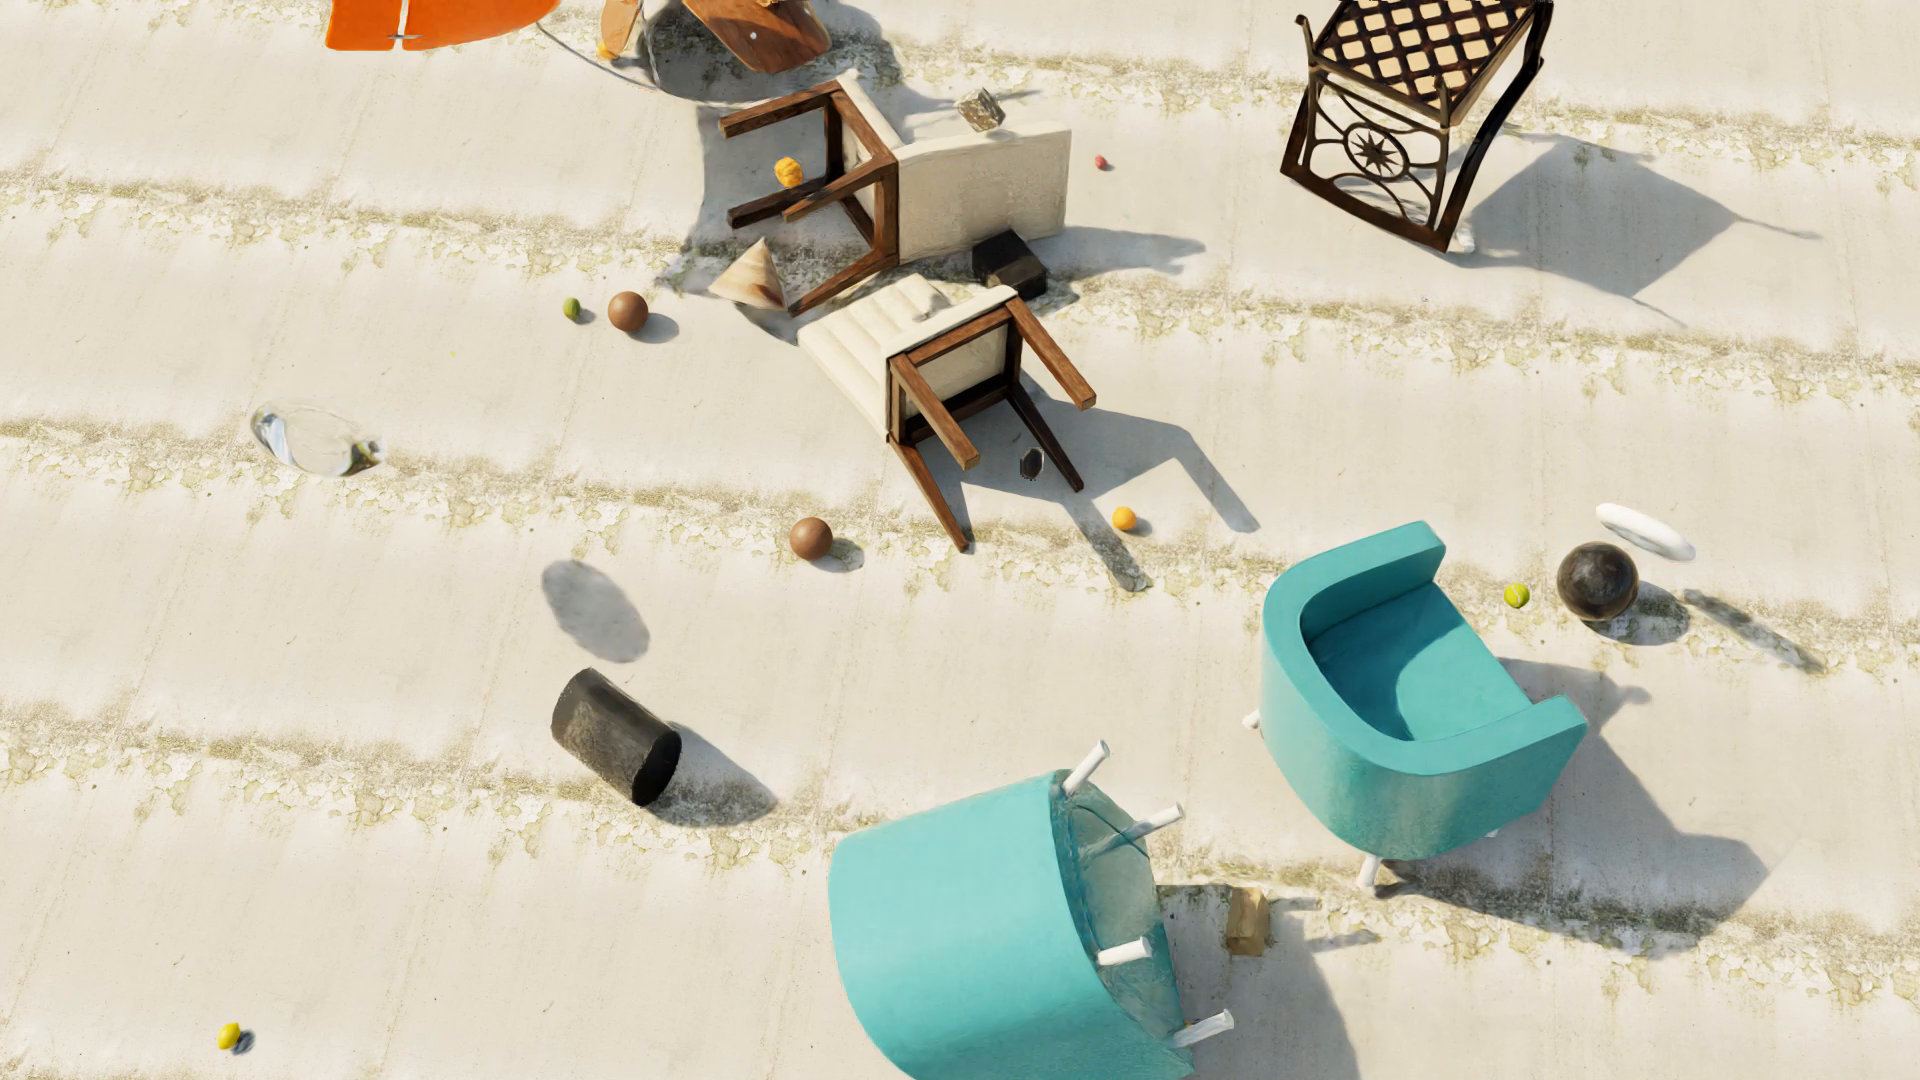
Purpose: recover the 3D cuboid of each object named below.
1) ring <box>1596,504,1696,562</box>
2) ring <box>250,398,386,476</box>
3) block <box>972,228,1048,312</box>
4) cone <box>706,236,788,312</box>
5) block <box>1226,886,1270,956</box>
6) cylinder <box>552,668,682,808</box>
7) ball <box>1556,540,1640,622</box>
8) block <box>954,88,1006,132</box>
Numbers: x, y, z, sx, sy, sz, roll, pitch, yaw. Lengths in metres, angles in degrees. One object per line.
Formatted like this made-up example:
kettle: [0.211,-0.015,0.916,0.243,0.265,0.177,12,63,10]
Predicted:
ring: [1.911,-0.021,6.131,0.272,0.347,0.059,30,91,-20]
ring: [-1.743,-0.281,5.985,0.348,0.099,0.394,34,21,24]
block: [0.158,-0.871,7.092,0.153,0.111,0.209,-28,60,-17]
cone: [-0.646,-0.861,6.959,0.280,0.239,0.209,20,102,22]
block: [0.761,1.009,5.820,0.076,0.109,0.145,-1,54,23]
cylinder: [-0.944,0.542,6.037,0.308,0.289,0.191,34,47,20]
ball: [1.842,0.120,6.353,0.234,0.234,0.234,0,56,0]
block: [0.062,-1.326,6.785,0.109,0.119,0.049,-5,47,50]
